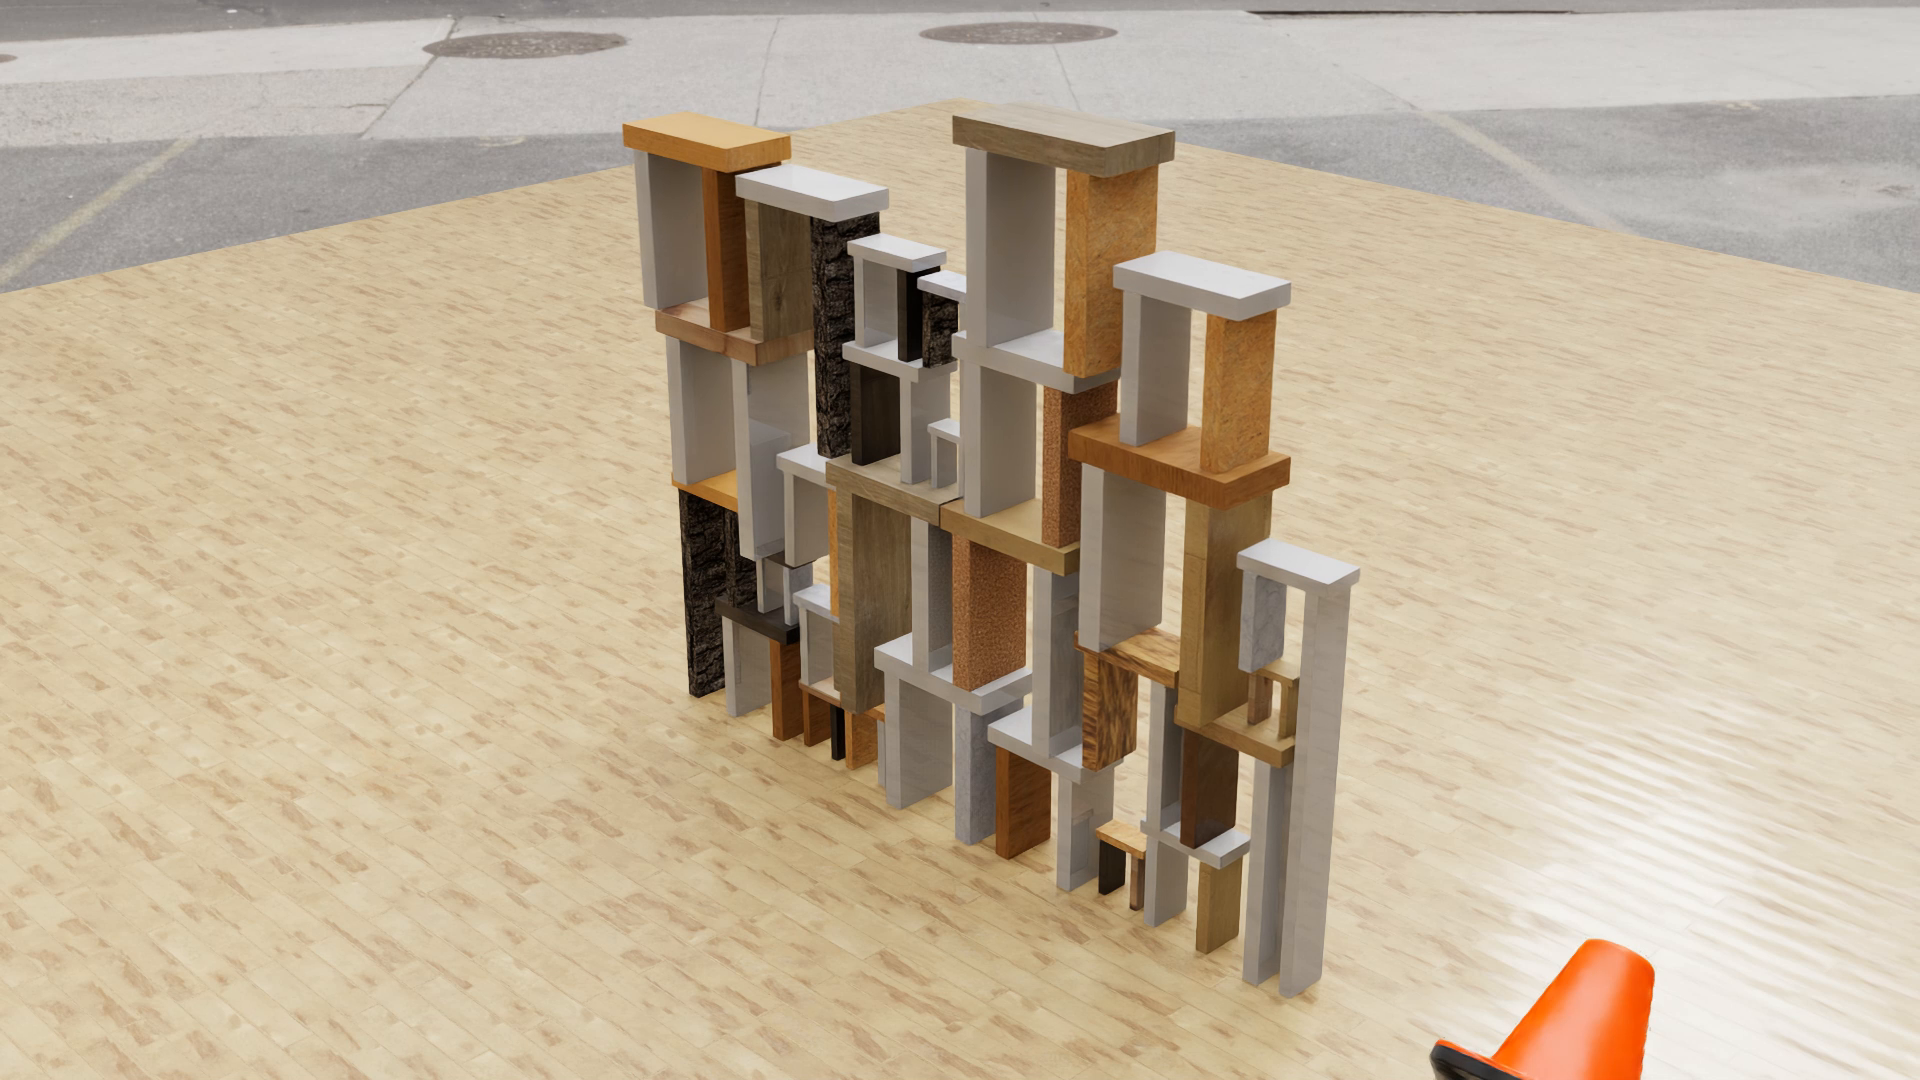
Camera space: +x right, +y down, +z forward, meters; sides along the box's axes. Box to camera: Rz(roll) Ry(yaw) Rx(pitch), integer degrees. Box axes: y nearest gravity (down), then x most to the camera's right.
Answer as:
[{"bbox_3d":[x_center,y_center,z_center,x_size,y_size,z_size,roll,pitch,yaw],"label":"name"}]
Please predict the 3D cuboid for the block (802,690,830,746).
[{"bbox_3d":[-0.305,0.372,4.716,0.019,0.131,0.066,21,31,41],"label":"block"}]

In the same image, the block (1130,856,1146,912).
[{"bbox_3d":[0.345,0.632,4.121,0.017,0.117,0.058,21,31,41],"label":"block"}]

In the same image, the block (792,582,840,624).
[{"bbox_3d":[-0.265,0.133,4.572,0.158,0.022,0.079,21,31,40],"label":"block"}]

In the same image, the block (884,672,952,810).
[{"bbox_3d":[-0.083,0.385,4.471,0.042,0.299,0.149,21,31,41],"label":"block"}]

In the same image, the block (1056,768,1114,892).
[{"bbox_3d":[0.239,0.537,4.186,0.034,0.242,0.121,21,31,40],"label":"block"}]

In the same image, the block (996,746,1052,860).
[{"bbox_3d":[0.125,0.492,4.292,0.121,0.242,0.034,-21,31,-40],"label":"block"}]

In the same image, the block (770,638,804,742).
[{"bbox_3d":[-0.351,0.305,4.740,0.034,0.237,0.118,21,31,41],"label":"block"}]

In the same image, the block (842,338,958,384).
[{"bbox_3d":[-0.115,-0.350,4.206,0.210,0.030,0.105,21,31,41],"label":"block"}]

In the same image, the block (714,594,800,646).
[{"bbox_3d":[-0.407,0.159,4.738,0.118,0.034,0.237,-21,31,-41],"label":"block"}]

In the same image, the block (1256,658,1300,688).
[{"bbox_3d":[0.539,0.220,3.736,0.101,0.014,0.050,21,31,40],"label":"block"}]

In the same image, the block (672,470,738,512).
[{"bbox_3d":[-0.504,-0.118,4.722,0.228,0.032,0.114,21,31,41],"label":"block"}]

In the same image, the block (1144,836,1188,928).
[{"bbox_3d":[0.383,0.616,4.071,0.026,0.186,0.093,21,31,41],"label":"block"}]

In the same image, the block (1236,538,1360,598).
[{"bbox_3d":[0.557,0.045,3.629,0.183,0.026,0.091,20,31,39],"label":"block"}]

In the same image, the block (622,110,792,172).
[{"bbox_3d":[-0.513,-0.806,4.441,0.166,0.047,0.332,-22,31,-40],"label":"block"}]

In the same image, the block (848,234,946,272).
[{"bbox_3d":[-0.119,-0.540,4.130,0.177,0.025,0.089,21,31,40],"label":"block"}]

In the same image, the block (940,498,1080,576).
[{"bbox_3d":[0.130,-0.021,4.068,0.158,0.045,0.317,-21,31,-40],"label":"block"}]

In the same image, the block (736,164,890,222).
[{"bbox_3d":[-0.287,-0.673,4.256,0.285,0.040,0.143,21,31,40],"label":"block"}]

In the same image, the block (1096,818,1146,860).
[{"bbox_3d":[0.317,0.560,4.121,0.117,0.017,0.058,21,31,41],"label":"block"}]

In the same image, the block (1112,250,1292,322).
[{"bbox_3d":[0.396,-0.419,3.608,0.134,0.038,0.267,-21,31,-40],"label":"block"}]

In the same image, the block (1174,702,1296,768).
[{"bbox_3d":[0.499,0.322,3.816,0.117,0.033,0.234,-22,31,-40],"label":"block"}]

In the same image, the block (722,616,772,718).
[{"bbox_3d":[-0.462,0.261,4.842,0.034,0.237,0.118,21,31,41],"label":"block"}]

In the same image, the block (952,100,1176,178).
[{"bbox_3d":[0.173,-0.685,3.740,0.176,0.050,0.352,-21,31,-40],"label":"block"}]

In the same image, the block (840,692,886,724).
[{"bbox_3d":[-0.171,0.337,4.555,0.075,0.021,0.150,-21,31,-40],"label":"block"}]

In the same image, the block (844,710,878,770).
[{"bbox_3d":[-0.206,0.402,4.621,0.021,0.150,0.075,21,31,41],"label":"block"}]

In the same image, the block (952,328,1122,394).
[{"bbox_3d":[0.143,-0.331,3.926,0.149,0.042,0.298,-21,31,-41],"label":"block"}]

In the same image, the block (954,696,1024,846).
[{"bbox_3d":[0.058,0.440,4.342,0.042,0.299,0.149,21,31,41],"label":"block"}]

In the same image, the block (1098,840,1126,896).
[{"bbox_3d":[0.290,0.610,4.172,0.017,0.117,0.058,21,31,41],"label":"block"}]

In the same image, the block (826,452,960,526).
[{"bbox_3d":[-0.096,-0.112,4.277,0.319,0.045,0.159,21,31,41],"label":"block"}]

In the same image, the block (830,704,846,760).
[{"bbox_3d":[-0.243,0.396,4.659,0.019,0.131,0.066,21,31,41],"label":"block"}]

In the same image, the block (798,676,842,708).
[{"bbox_3d":[-0.274,0.315,4.658,0.066,0.019,0.131,-21,31,-41],"label":"block"}]

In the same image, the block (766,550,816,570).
[{"bbox_3d":[-0.372,0.026,4.642,0.067,0.019,0.133,-21,31,-40],"label":"block"}]

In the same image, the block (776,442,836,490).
[{"bbox_3d":[-0.265,-0.146,4.456,0.207,0.029,0.103,21,31,40],"label":"block"}]

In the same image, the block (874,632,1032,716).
[{"bbox_3d":[-0.013,0.255,4.340,0.299,0.042,0.149,21,31,41],"label":"block"}]

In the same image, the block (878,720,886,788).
[{"bbox_3d":[-0.136,0.430,4.556,0.021,0.150,0.075,21,31,41],"label":"block"}]

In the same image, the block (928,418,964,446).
[{"bbox_3d":[-0.004,-0.202,4.137,0.054,0.015,0.108,-21,33,-40],"label":"block"}]

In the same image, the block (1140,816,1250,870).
[{"bbox_3d":[0.428,0.535,3.990,0.093,0.026,0.186,-21,31,-40],"label":"block"}]

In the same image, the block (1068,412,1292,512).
[{"bbox_3d":[0.371,-0.142,3.750,0.174,0.049,0.347,-21,31,-40],"label":"block"}]

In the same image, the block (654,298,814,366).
[{"bbox_3d":[-0.464,-0.435,4.536,0.163,0.046,0.326,-21,31,-40],"label":"block"}]

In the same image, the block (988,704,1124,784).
[{"bbox_3d":[0.181,0.387,4.184,0.121,0.034,0.242,-21,31,-40],"label":"block"}]

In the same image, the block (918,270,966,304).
[{"bbox_3d":[0.000,-0.462,4.030,0.074,0.021,0.148,-21,32,-41],"label":"block"}]

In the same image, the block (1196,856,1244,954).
[{"bbox_3d":[0.471,0.650,3.990,0.093,0.186,0.026,-21,31,-41],"label":"block"}]

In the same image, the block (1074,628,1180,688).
[{"bbox_3d":[0.331,0.197,3.947,0.234,0.033,0.117,21,31,40],"label":"block"}]
